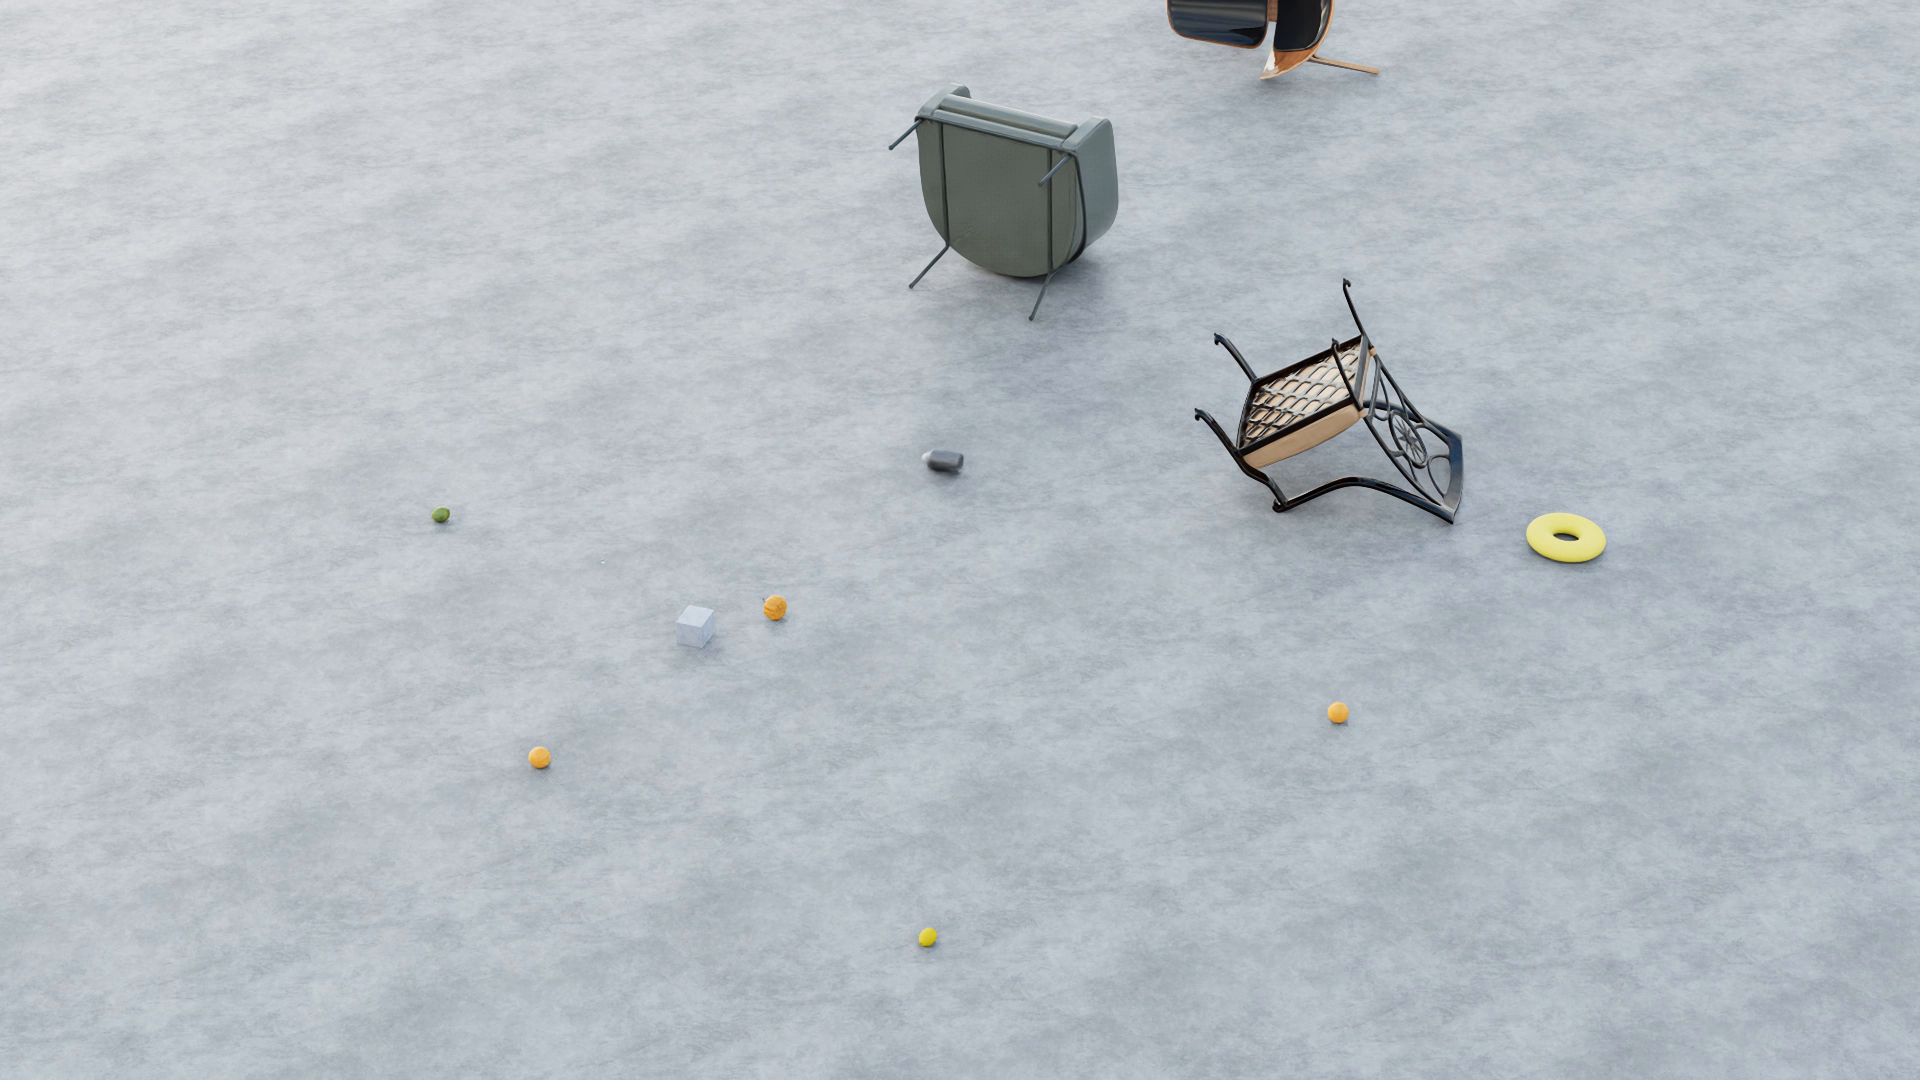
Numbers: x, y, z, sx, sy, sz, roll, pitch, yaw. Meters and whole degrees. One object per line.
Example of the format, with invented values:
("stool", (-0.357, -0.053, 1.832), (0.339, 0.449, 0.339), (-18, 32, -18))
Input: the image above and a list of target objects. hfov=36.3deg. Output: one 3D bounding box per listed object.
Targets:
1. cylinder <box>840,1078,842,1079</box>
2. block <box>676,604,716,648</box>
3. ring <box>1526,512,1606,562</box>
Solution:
("cylinder", (-0.386, 1.626, 8.359), (0.148, 0.128, 0.180), (-12, 27, -18))
("block", (-0.937, 0.306, 10.399), (0.097, 0.089, 0.114), (11, 35, 16))
("ring", (2.252, -0.010, 10.898), (0.295, 0.068, 0.282), (18, 38, 24))
